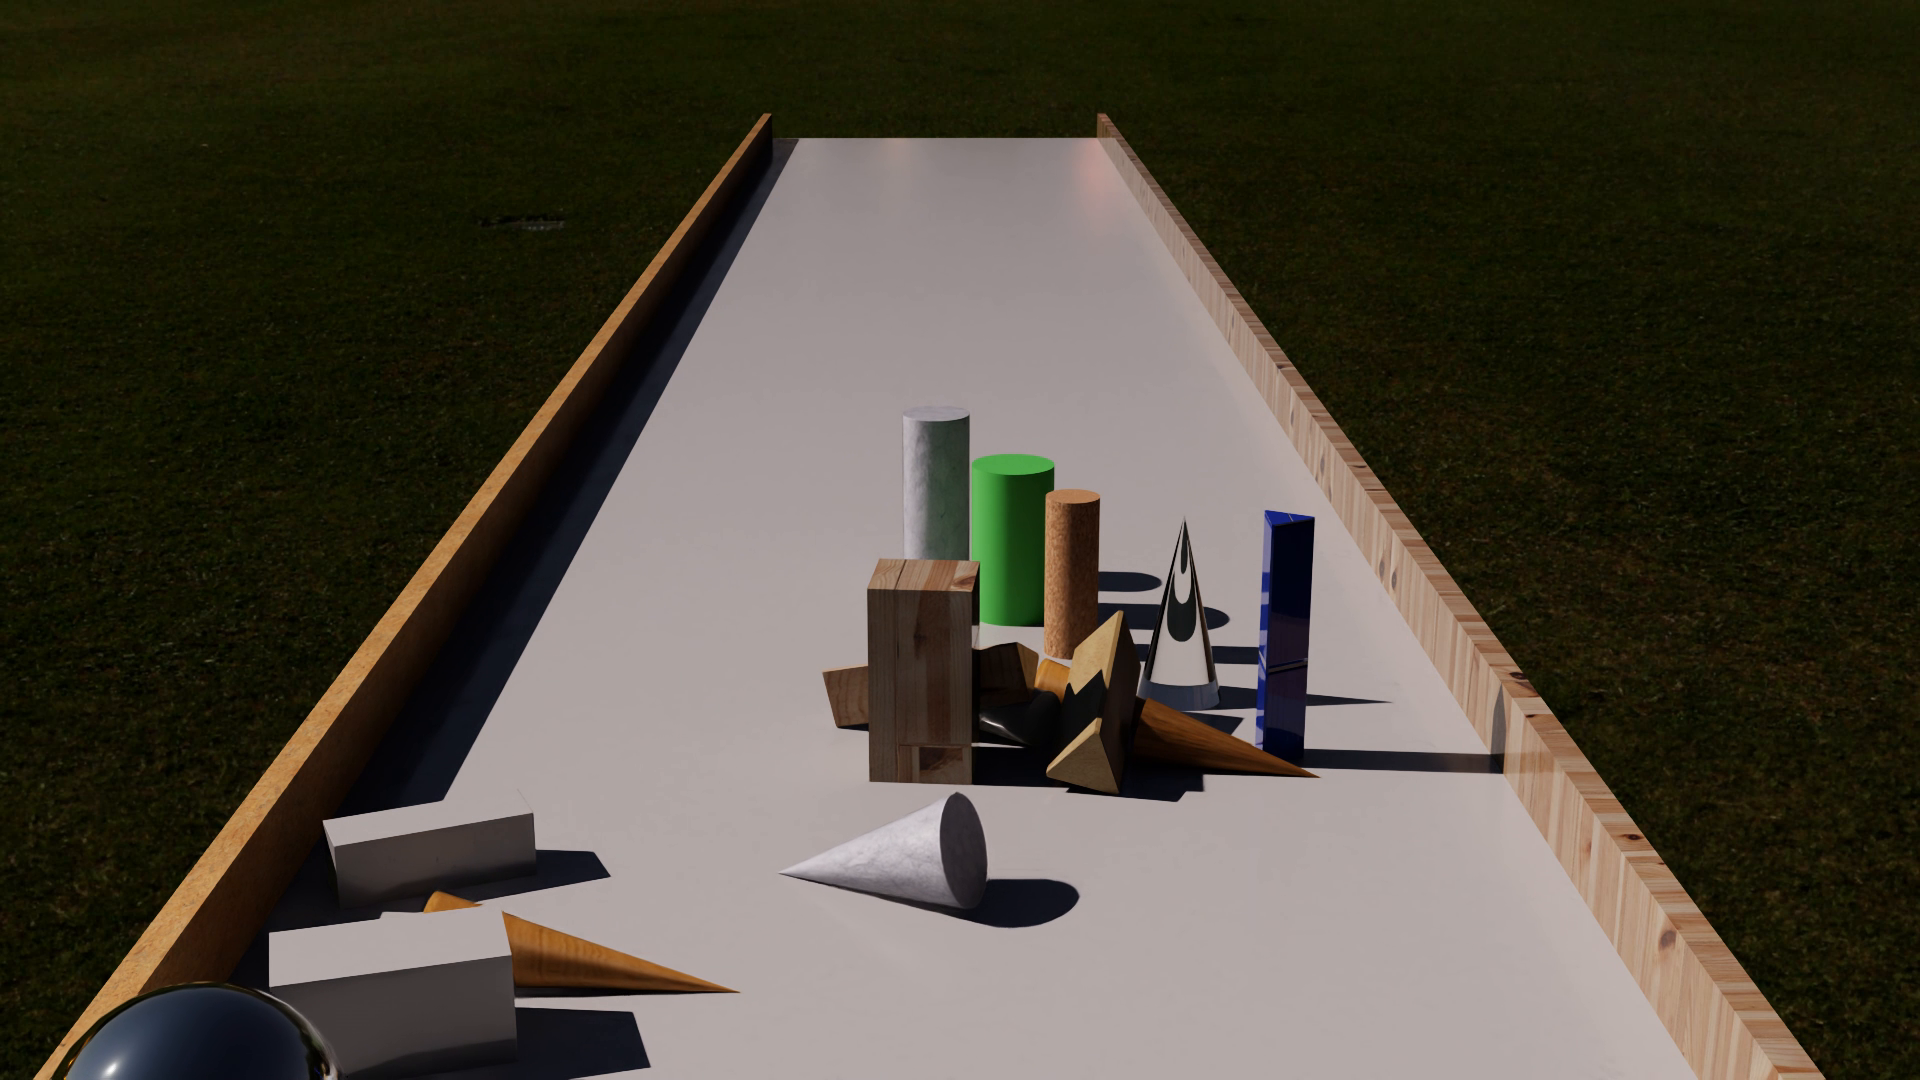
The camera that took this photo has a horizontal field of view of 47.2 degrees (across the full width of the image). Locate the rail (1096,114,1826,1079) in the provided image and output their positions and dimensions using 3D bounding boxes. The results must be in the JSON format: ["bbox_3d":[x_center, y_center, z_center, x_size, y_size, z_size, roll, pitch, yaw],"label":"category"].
[{"bbox_3d":[0.932,-0.844,7.801,0.050,0.150,12.000,0,17,-1],"label":"rail"}]

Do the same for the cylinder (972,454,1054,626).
[{"bbox_3d":[0.111,-0.001,4.653,0.174,0.329,0.174,0,17,0],"label":"cylinder"}]

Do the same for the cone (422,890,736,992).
[{"bbox_3d":[-0.529,0.598,3.102,0.455,0.129,0.129,10,17,4],"label":"cone"}]

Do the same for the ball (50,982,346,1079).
[{"bbox_3d":[-0.843,0.658,2.429,0.334,0.334,0.334,0,17,0],"label":"ball"}]

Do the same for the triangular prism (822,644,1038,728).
[{"bbox_3d":[-0.059,0.244,3.999,0.384,0.096,0.111,-9,43,21],"label":"triangular prism"}]

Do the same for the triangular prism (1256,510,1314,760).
[{"bbox_3d":[0.554,0.171,3.873,0.091,0.445,0.079,-9,19,-29],"label":"triangular prism"}]

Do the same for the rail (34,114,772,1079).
[{"bbox_3d":[-1.118,-0.838,7.780,0.050,0.150,12.000,0,17,-1],"label":"rail"}]

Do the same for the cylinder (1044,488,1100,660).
[{"bbox_3d":[0.225,0.069,4.423,0.108,0.326,0.108,0,17,0],"label":"cylinder"}]

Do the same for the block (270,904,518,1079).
[{"bbox_3d":[-0.751,0.606,2.915,0.302,0.156,0.156,-5,17,-16],"label":"block"}]

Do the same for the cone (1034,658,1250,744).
[{"bbox_3d":[0.341,0.323,4.041,0.417,0.113,0.113,14,20,17],"label":"cone"}]

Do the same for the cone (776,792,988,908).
[{"bbox_3d":[-0.142,0.498,3.402,0.324,0.176,0.176,-10,12,22],"label":"cone"}]

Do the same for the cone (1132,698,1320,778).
[{"bbox_3d":[0.475,0.375,3.863,0.328,0.118,0.118,14,19,11],"label":"cone"}]

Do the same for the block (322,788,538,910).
[{"bbox_3d":[-0.825,0.480,3.429,0.304,0.105,0.105,-7,18,-23],"label":"block"}]

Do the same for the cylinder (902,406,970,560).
[{"bbox_3d":[-0.053,-0.097,4.891,0.149,0.378,0.149,0,17,0],"label":"cylinder"}]

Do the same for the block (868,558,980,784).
[{"bbox_3d":[-0.061,0.228,3.844,0.178,0.350,0.178,1,16,5],"label":"block"}]

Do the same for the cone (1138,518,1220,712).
[{"bbox_3d":[0.420,0.126,4.167,0.161,0.362,0.161,0,17,0],"label":"cone"}]

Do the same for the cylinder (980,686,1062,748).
[{"bbox_3d":[0.035,0.294,4.054,0.303,0.105,0.105,14,21,39],"label":"cylinder"}]

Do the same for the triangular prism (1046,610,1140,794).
[{"bbox_3d":[0.254,0.274,3.915,0.126,0.109,0.417,15,30,3],"label":"triangular prism"}]
